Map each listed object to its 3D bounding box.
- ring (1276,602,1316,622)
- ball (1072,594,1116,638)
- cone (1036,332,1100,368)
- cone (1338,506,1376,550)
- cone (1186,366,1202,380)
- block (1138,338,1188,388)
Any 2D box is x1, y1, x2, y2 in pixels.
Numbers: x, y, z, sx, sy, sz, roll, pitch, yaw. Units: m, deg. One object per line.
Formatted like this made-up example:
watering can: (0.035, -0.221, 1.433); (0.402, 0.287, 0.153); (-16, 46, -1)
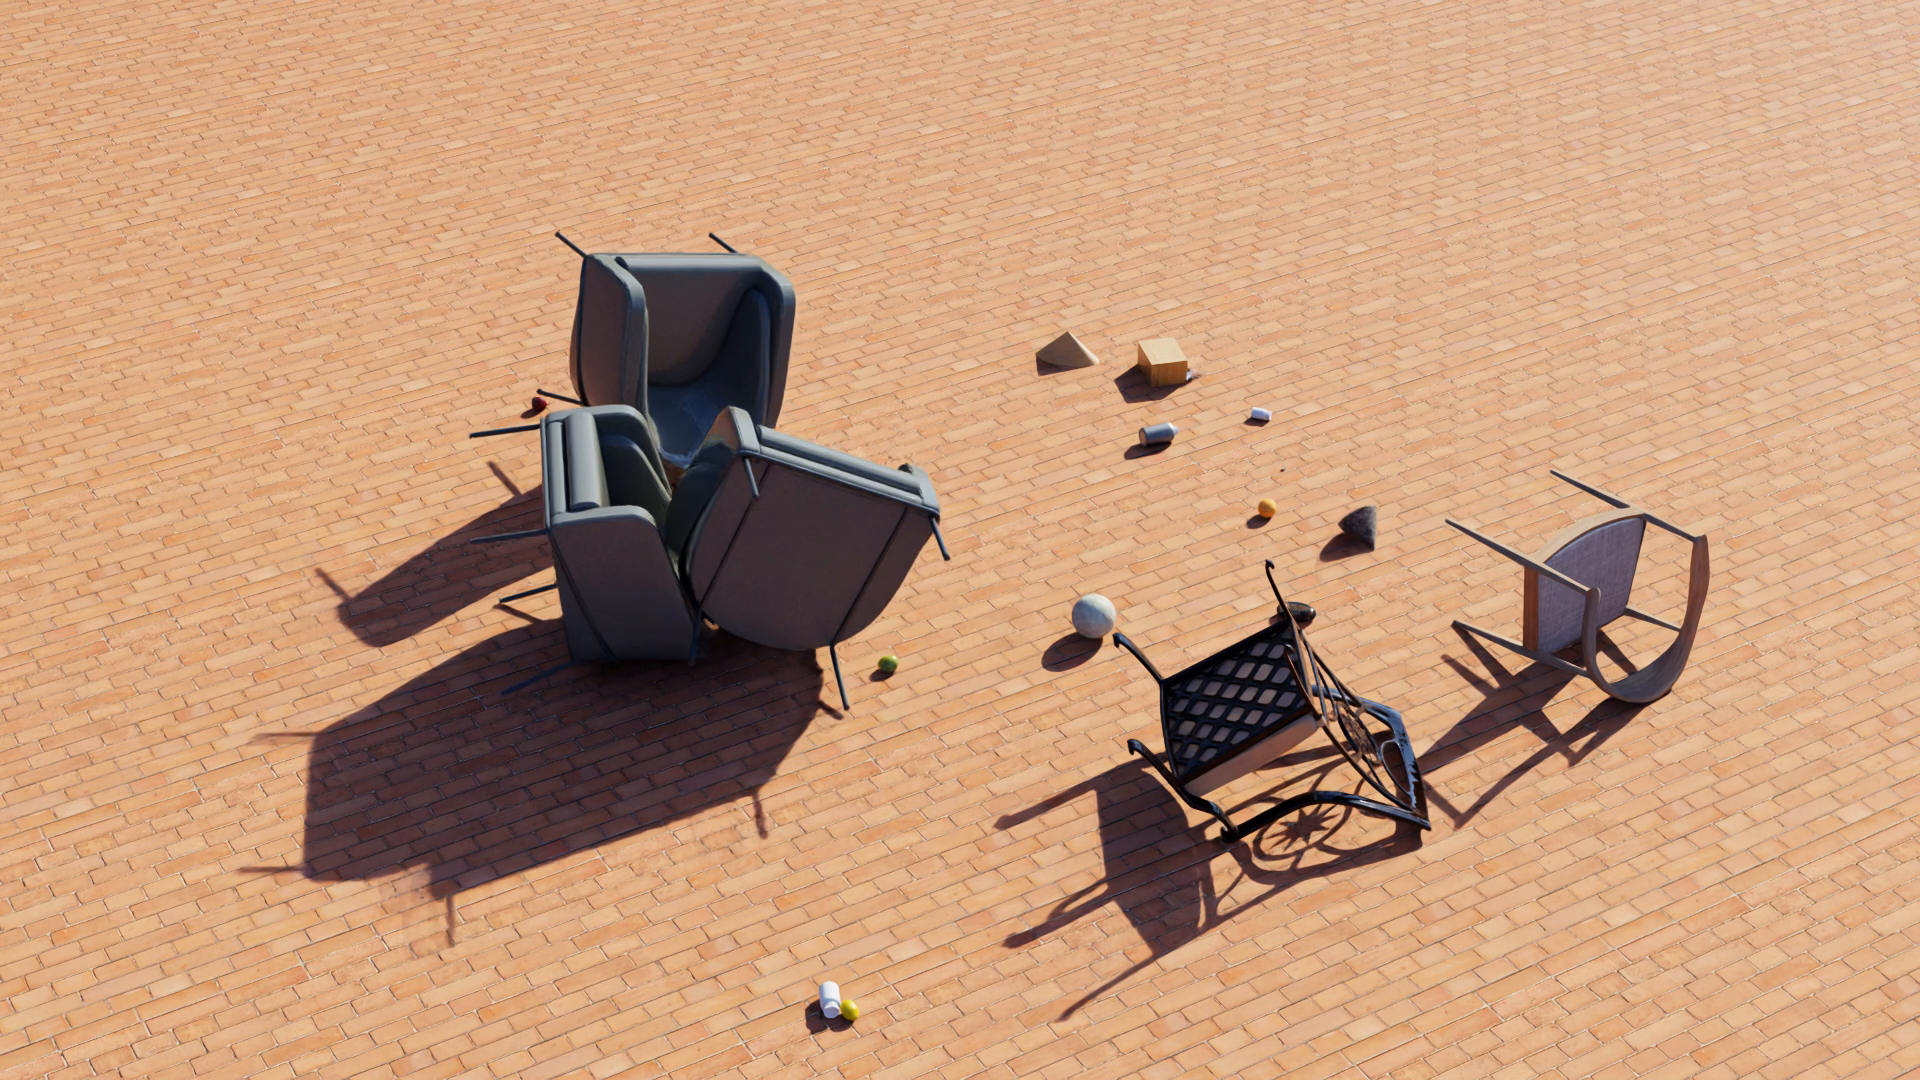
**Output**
ring: (1.206, 0.257, 10.513); (0.145, 0.046, 0.083); (9, 33, 12)
ball: (0.474, 0.270, 10.390); (0.159, 0.159, 0.159); (0, 33, 0)
cone: (0.442, -0.805, 12.051); (0.273, 0.126, 0.151); (10, 35, 14)
cone: (1.512, -0.022, 10.917); (0.159, 0.147, 0.151); (-13, 62, -20)
cone: (0.960, -0.678, 11.950); (0.085, 0.054, 0.053); (2, 25, -31)
block: (0.825, -0.725, 11.948); (0.151, 0.106, 0.196); (-8, 34, -11)
